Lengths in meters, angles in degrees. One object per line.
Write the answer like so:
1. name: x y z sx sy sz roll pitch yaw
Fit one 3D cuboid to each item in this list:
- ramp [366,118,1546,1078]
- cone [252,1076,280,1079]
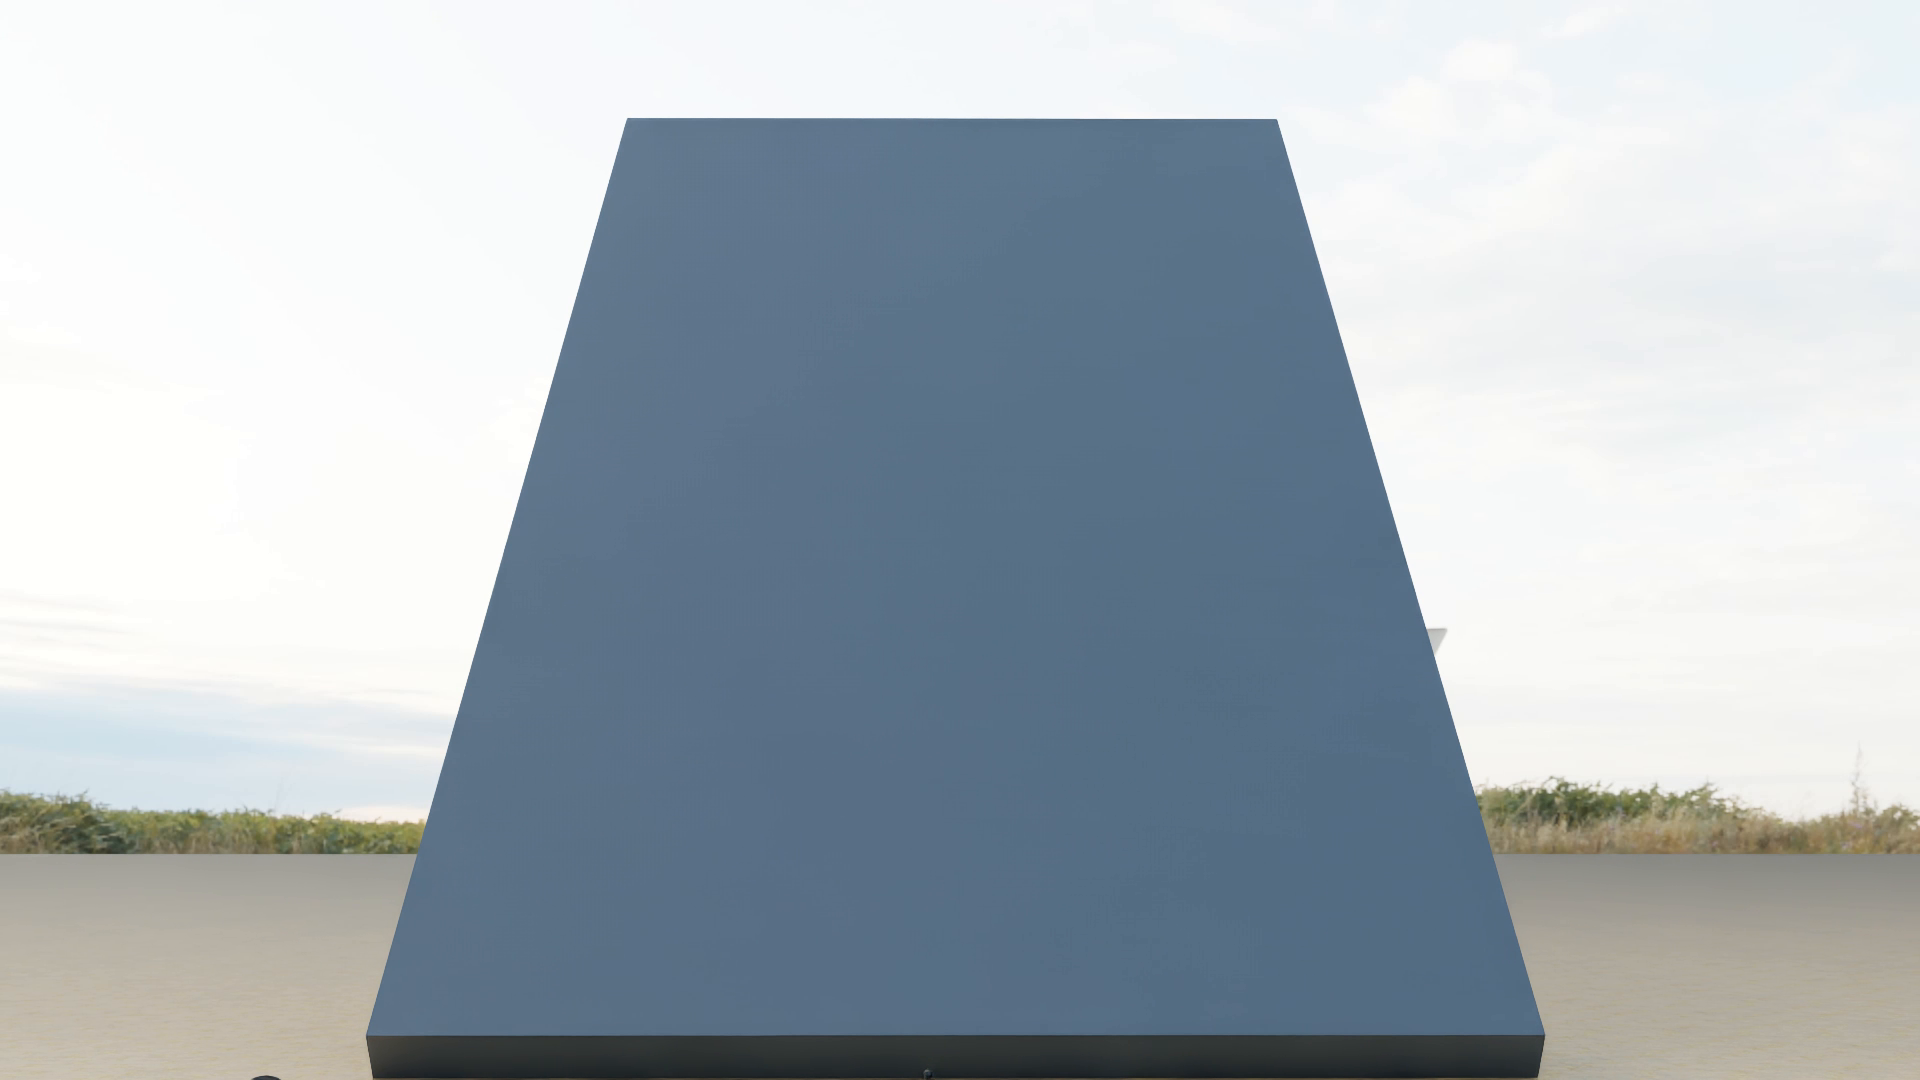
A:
1. ramp: -0.015 -0.187 5.870 2.000 0.100 4.000 0 32 0
2. cone: -0.978 0.814 3.476 0.082 0.082 0.082 -1 -34 6
